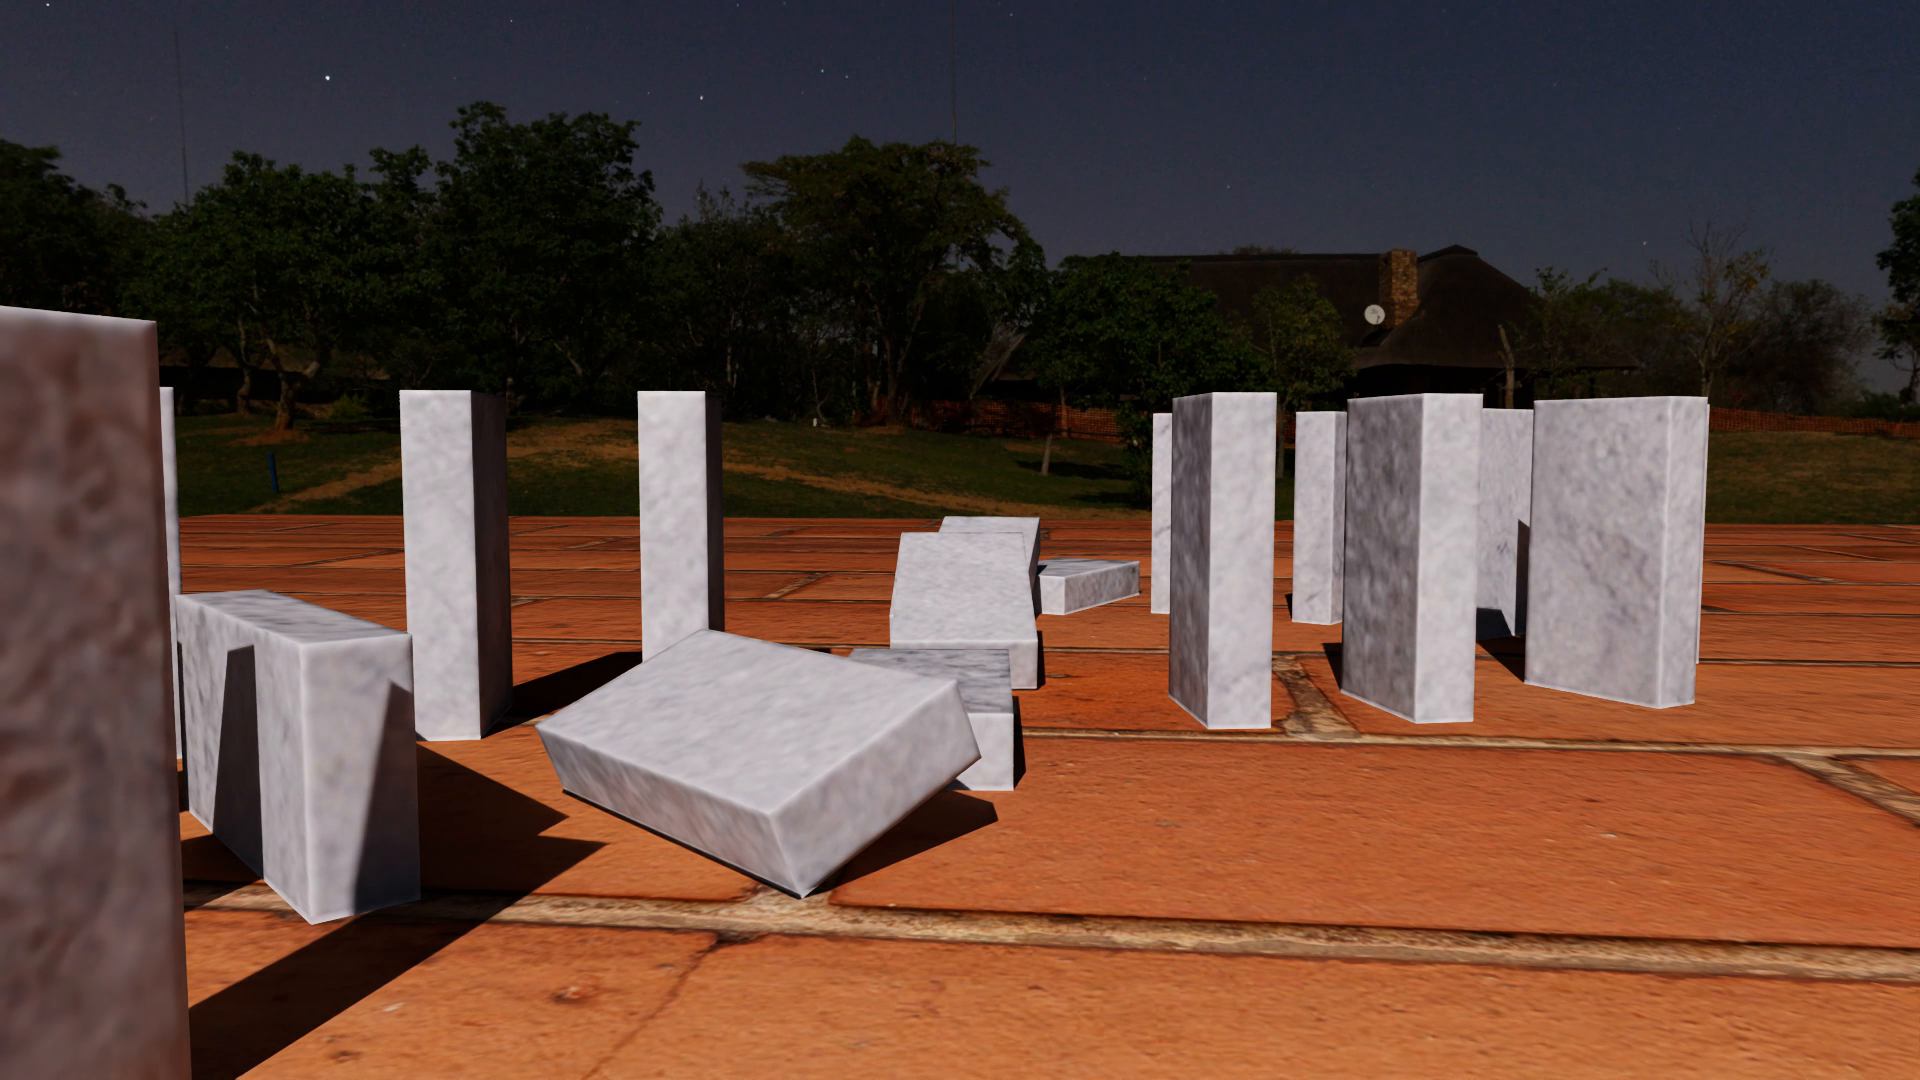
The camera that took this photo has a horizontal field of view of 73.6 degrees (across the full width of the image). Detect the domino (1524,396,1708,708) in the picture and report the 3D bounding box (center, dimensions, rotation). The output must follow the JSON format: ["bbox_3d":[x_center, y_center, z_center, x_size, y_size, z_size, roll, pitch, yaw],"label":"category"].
[{"bbox_3d":[0.110,0.001,0.218,0.009,0.050,0.025,-2,5,-29],"label":"domino"}]

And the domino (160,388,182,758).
[{"bbox_3d":[-0.116,0.004,0.180,0.009,0.050,0.025,-3,5,-37],"label":"domino"}]

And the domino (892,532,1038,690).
[{"bbox_3d":[0.001,0.012,0.243,0.025,0.009,0.050,0,22,0],"label":"domino"}]

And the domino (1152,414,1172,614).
[{"bbox_3d":[0.056,-0.007,0.332,0.010,0.050,0.025,1,4,15],"label":"domino"}]

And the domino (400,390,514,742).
[{"bbox_3d":[-0.076,0.003,0.195,0.009,0.050,0.025,-1,4,-9],"label":"domino"}]

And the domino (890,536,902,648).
[{"bbox_3d":[-0.001,0.011,0.275,0.025,0.009,0.050,0,19,0],"label":"domino"}]

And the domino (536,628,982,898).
[{"bbox_3d":[-0.024,0.023,0.144,0.025,0.010,0.050,-32,24,-36],"label":"domino"}]

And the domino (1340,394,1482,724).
[{"bbox_3d":[0.072,0.002,0.207,0.010,0.050,0.025,-1,4,-10],"label":"domino"}]

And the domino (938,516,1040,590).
[{"bbox_3d":[0.005,0.007,0.315,0.025,0.009,0.050,1,21,8],"label":"domino"}]

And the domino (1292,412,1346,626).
[{"bbox_3d":[0.091,-0.006,0.312,0.010,0.050,0.025,3,5,39],"label":"domino"}]

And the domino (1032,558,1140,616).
[{"bbox_3d":[0.027,0.012,0.347,0.025,0.009,0.050,2,5,30],"label":"domino"}]

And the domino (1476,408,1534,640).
[{"bbox_3d":[0.117,-0.004,0.285,0.025,0.050,0.009,-3,5,-34],"label":"domino"}]

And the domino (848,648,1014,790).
[{"bbox_3d":[-0.005,0.024,0.182,0.025,0.009,0.050,0,4,1],"label":"domino"}]

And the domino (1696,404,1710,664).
[{"bbox_3d":[0.131,-0.001,0.251,0.025,0.050,0.009,0,4,-2],"label":"domino"}]

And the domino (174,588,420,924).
[{"bbox_3d":[-0.071,0.020,0.134,0.009,0.025,0.050,-4,6,-42],"label":"domino"}]

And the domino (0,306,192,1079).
[{"bbox_3d":[-0.058,0.012,0.070,0.009,0.050,0.025,1,5,18],"label":"domino"}]

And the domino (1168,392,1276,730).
[{"bbox_3d":[0.041,0.002,0.202,0.009,0.050,0.025,0,4,-4],"label":"domino"}]

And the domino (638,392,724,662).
[{"bbox_3d":[-0.043,0.003,0.198,0.010,0.050,0.025,0,4,-5],"label":"domino"}]
